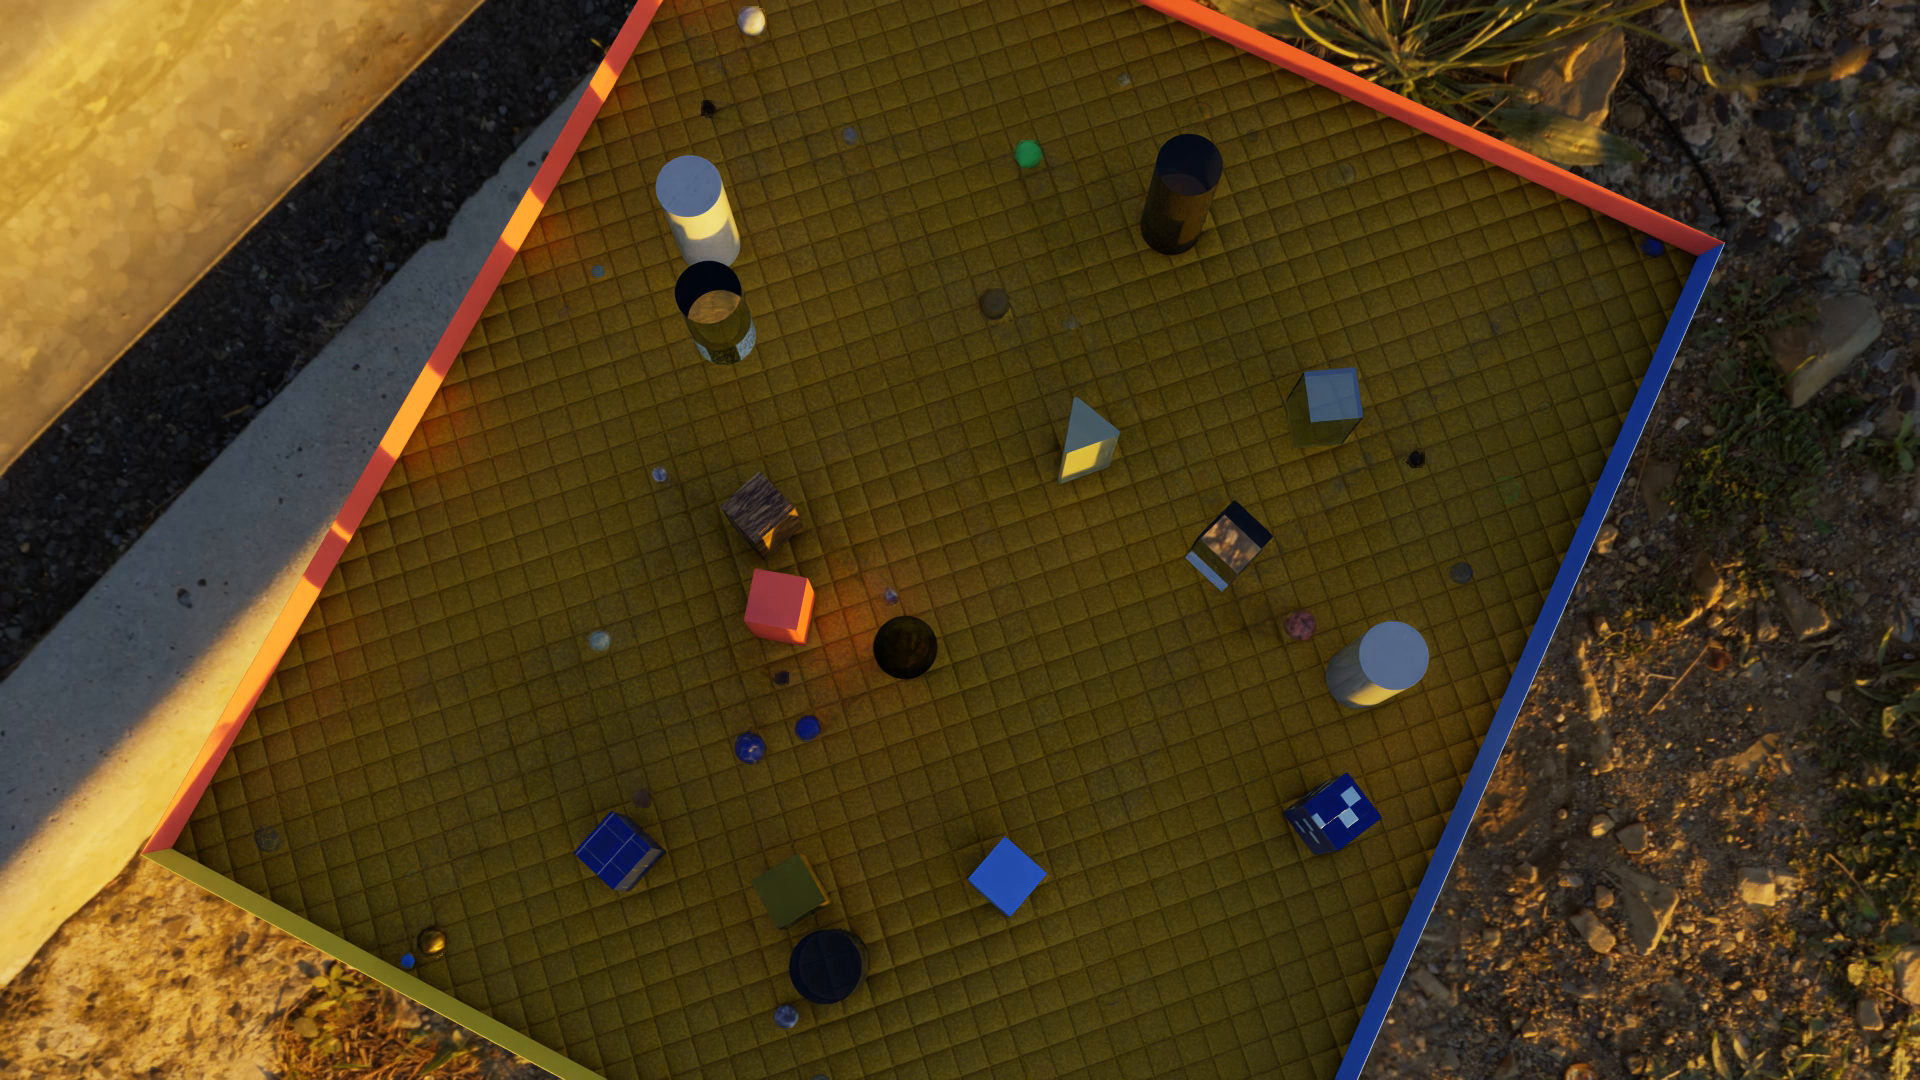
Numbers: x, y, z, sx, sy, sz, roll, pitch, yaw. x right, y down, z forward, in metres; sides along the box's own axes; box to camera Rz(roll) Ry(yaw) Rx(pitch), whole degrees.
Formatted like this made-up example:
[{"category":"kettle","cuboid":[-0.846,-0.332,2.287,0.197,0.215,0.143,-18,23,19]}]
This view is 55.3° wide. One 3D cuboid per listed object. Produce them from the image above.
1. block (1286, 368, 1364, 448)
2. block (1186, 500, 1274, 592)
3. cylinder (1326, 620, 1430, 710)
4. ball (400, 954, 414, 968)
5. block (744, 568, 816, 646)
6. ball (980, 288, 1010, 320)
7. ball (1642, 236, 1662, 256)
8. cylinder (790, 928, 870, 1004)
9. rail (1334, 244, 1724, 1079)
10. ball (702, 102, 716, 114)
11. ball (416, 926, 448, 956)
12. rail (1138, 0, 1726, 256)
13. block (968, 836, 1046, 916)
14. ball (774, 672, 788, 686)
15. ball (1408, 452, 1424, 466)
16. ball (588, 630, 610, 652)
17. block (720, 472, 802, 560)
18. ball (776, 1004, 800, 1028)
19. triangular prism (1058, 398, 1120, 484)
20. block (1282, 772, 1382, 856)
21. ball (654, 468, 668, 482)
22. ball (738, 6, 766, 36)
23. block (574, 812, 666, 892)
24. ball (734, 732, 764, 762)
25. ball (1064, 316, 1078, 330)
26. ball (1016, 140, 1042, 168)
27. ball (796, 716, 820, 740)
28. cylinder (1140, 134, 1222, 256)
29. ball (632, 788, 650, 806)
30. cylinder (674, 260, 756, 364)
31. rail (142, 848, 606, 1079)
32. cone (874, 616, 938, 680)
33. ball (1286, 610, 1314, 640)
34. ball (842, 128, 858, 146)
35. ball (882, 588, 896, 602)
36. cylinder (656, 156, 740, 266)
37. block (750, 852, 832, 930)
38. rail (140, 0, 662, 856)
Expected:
[{"category":"block","cuboid":[1.099,-0.396,5.541,0.155,0.309,0.155,-5,78,-1]},{"category":"block","cuboid":[0.798,0.021,5.453,0.155,0.311,0.155,44,82,8]},{"category":"cylinder","cuboid":[1.201,0.367,5.300,0.194,0.470,0.194,0,78,0]},{"category":"ball","cuboid":[-1.611,1.228,5.342,0.041,0.041,0.041,0,78,0]},{"category":"block","cuboid":[-0.530,0.202,5.416,0.155,0.310,0.155,10,79,2]},{"category":"ball","cuboid":[0.108,-0.736,5.719,0.097,0.097,0.097,0,78,0]},{"category":"ball","cuboid":[2.180,-0.926,5.777,0.061,0.061,0.061,0,78,0]},{"category":"cylinder","cuboid":[-0.360,1.189,5.128,0.194,0.475,0.194,0,78,0]},{"category":"rail","cuboid":[1.502,0.742,5.398,0.045,0.126,3.795,26,80,5]},{"category":"ball","cuboid":[-0.807,-1.386,5.882,0.042,0.042,0.042,0,78,0]},{"category":"ball","cuboid":[-1.520,1.154,5.277,0.084,0.084,0.084,0,78,0]},{"category":"rail","cuboid":[0.838,-1.634,5.889,3.406,0.126,0.045,26,80,5]},{"category":"block","cuboid":[0.131,0.964,5.229,0.155,0.369,0.155,41,81,8]},{"category":"ball","cuboid":[-0.539,0.417,5.509,0.042,0.042,0.042,0,78,0]},{"category":"ball","cuboid":[1.405,-0.251,5.646,0.044,0.044,0.044,0,78,0]},{"category":"ball","cuboid":[-1.086,0.305,5.521,0.064,0.064,0.064,0,78,0]},{"category":"block","cuboid":[-0.593,-0.070,5.500,0.155,0.257,0.155,-43,81,-8]},{"category":"ball","cuboid":[-0.500,1.377,5.297,0.069,0.069,0.069,0,78,0]},{"category":"triangular prism","cuboid":[0.359,-0.309,5.484,0.168,0.384,0.146,-19,79,-4]},{"category":"block","cuboid":[1.066,0.791,5.274,0.155,0.351,0.155,-35,81,-7]},{"category":"ball","cuboid":[-0.921,-0.199,5.635,0.044,0.044,0.044,0,78,0]},{"category":"ball","cuboid":[-0.673,-1.674,5.917,0.090,0.090,0.090,0,78,0]},{"category":"block","cuboid":[-0.980,0.901,5.293,0.155,0.268,0.155,41,81,8]},{"category":"ball","cuboid":[-0.625,0.616,5.443,0.090,0.090,0.090,0,78,0]},{"category":"ball","cuboid":[0.346,-0.679,5.735,0.044,0.044,0.044,0,78,0]},{"category":"ball","cuboid":[0.218,-1.225,5.826,0.086,0.086,0.086,0,78,0]},{"category":"ball","cuboid":[-0.451,0.559,5.464,0.072,0.072,0.072,0,78,0]},{"category":"cylinder","cuboid":[0.670,-1.046,5.585,0.194,0.485,0.194,0,78,0]},{"category":"ball","cuboid":[-0.944,0.763,5.432,0.052,0.052,0.052,0,78,0]},{"category":"cylinder","cuboid":[-0.736,-0.683,5.551,0.194,0.405,0.194,0,78,0]},{"category":"rail","cuboid":[-0.838,1.648,5.210,3.406,0.126,0.045,26,80,5]},{"category":"cone","cuboid":[-0.165,0.286,5.361,0.194,0.384,0.194,0,78,0]},{"category":"ball","cuboid":[1.023,0.257,5.519,0.088,0.088,0.088,0,78,0]},{"category":"ball","cuboid":[-0.350,-1.289,5.856,0.054,0.054,0.054,0,78,0]},{"category":"ball","cuboid":[-0.215,0.168,5.559,0.046,0.046,0.046,0,78,0]},{"category":"cylinder","cuboid":[-0.793,-0.986,5.582,0.194,0.467,0.194,0,78,0]},{"category":"block","cuboid":[-0.481,1.011,5.266,0.155,0.276,0.155,-30,80,-6]},{"category":"rail","cuboid":[-1.502,-0.729,5.702,0.045,0.126,3.795,26,80,5]}]
